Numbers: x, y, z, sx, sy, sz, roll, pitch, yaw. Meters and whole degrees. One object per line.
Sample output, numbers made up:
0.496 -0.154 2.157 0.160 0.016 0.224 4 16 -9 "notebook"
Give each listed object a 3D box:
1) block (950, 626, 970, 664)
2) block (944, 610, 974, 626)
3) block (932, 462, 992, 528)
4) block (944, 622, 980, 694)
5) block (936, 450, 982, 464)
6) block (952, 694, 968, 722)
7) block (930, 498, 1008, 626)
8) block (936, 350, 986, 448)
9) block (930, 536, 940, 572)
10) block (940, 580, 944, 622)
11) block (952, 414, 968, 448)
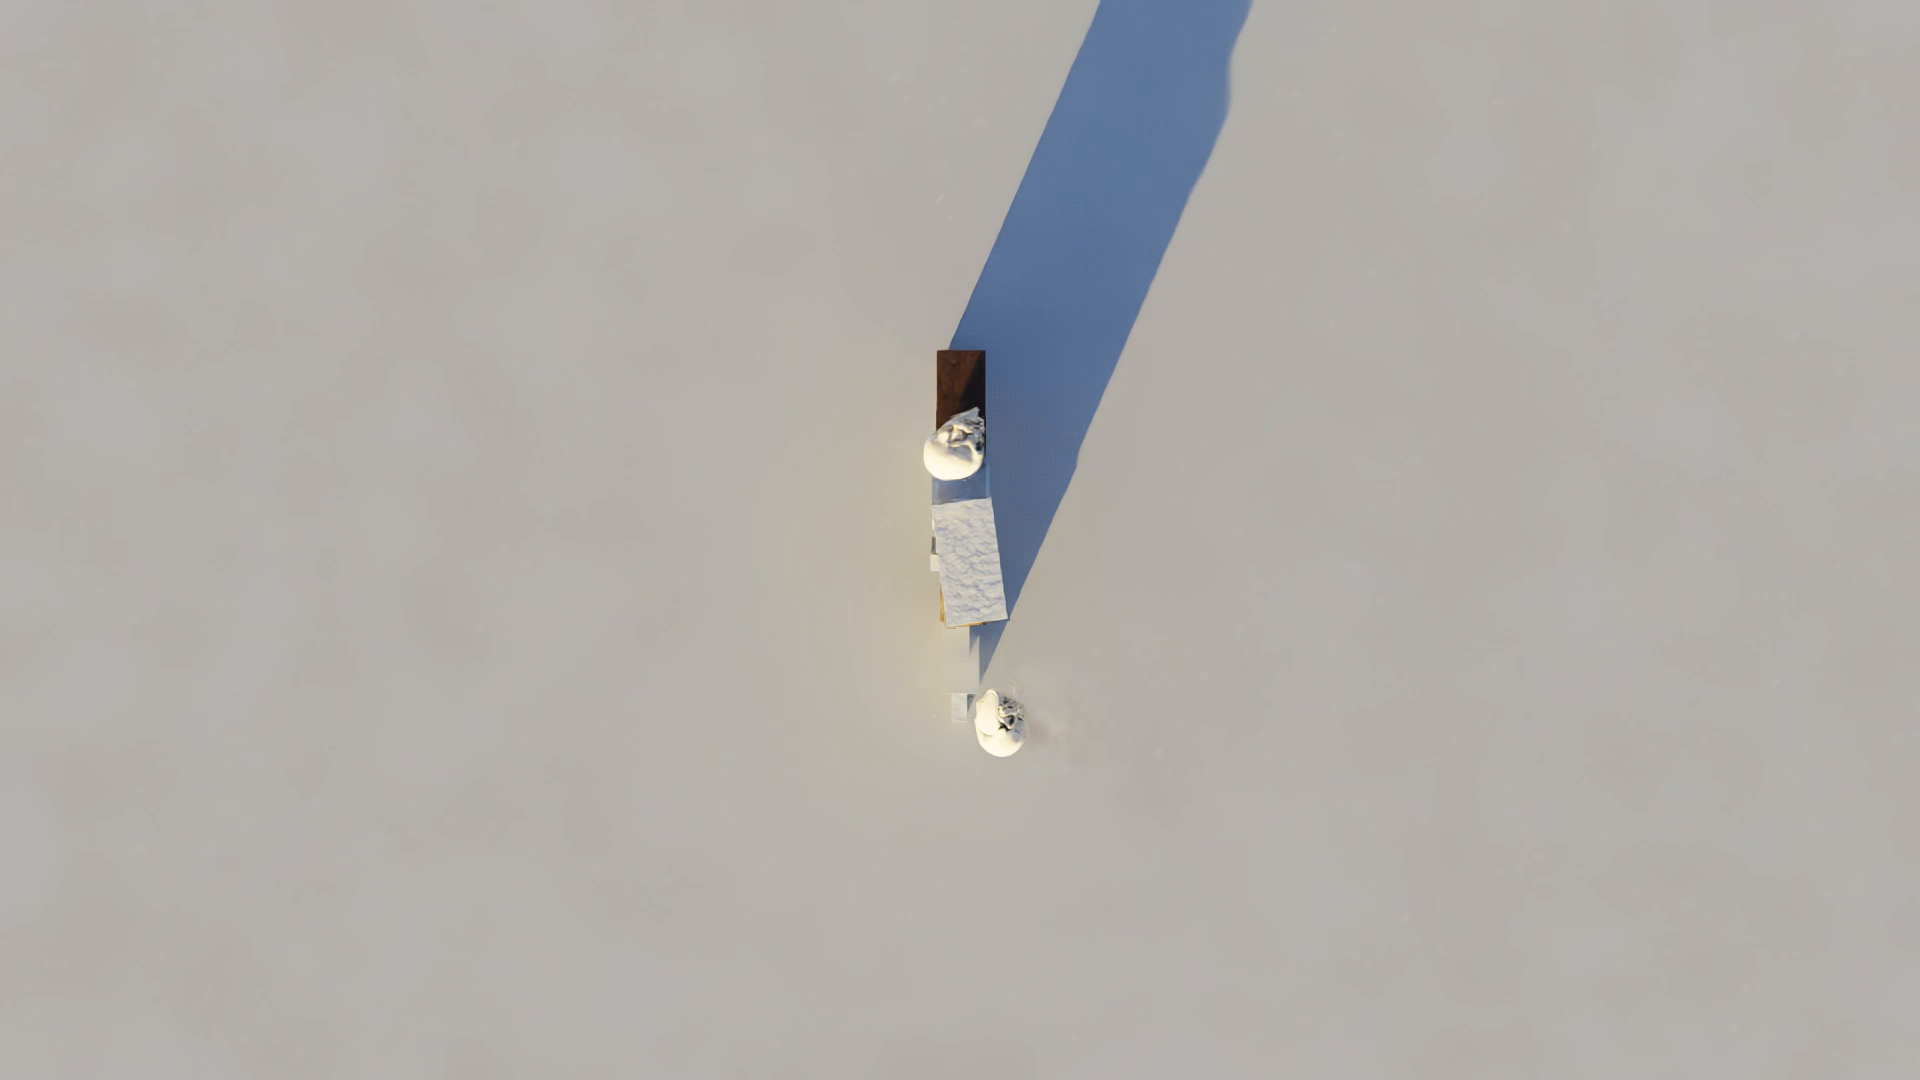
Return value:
-0.001 0.324 5.114 0.060 0.017 0.120 0 90 0 "block"
-0.004 0.171 5.018 0.089 0.025 0.177 0 90 0 "block"
0.004 -0.139 5.011 0.177 0.355 0.050 -1 116 0 "block"
0.005 0.375 5.258 0.113 0.032 0.226 0 90 0 "block"
-0.003 -0.145 5.201 0.140 0.040 0.279 0 90 0 "block"
-0.002 0.543 5.393 0.050 0.014 0.100 0 90 0 "block"
0.027 0.064 4.805 0.177 0.050 0.355 -8 91 0 "block"
0.004 -0.440 5.173 0.153 0.043 0.305 0 90 0 "block"
0.002 0.041 5.009 0.177 0.355 0.050 0 99 0 "block"
0.000 0.129 5.226 0.128 0.036 0.256 0 90 0 "block"
0.000 -0.333 5.044 0.050 0.014 0.101 0 90 0 "block"
